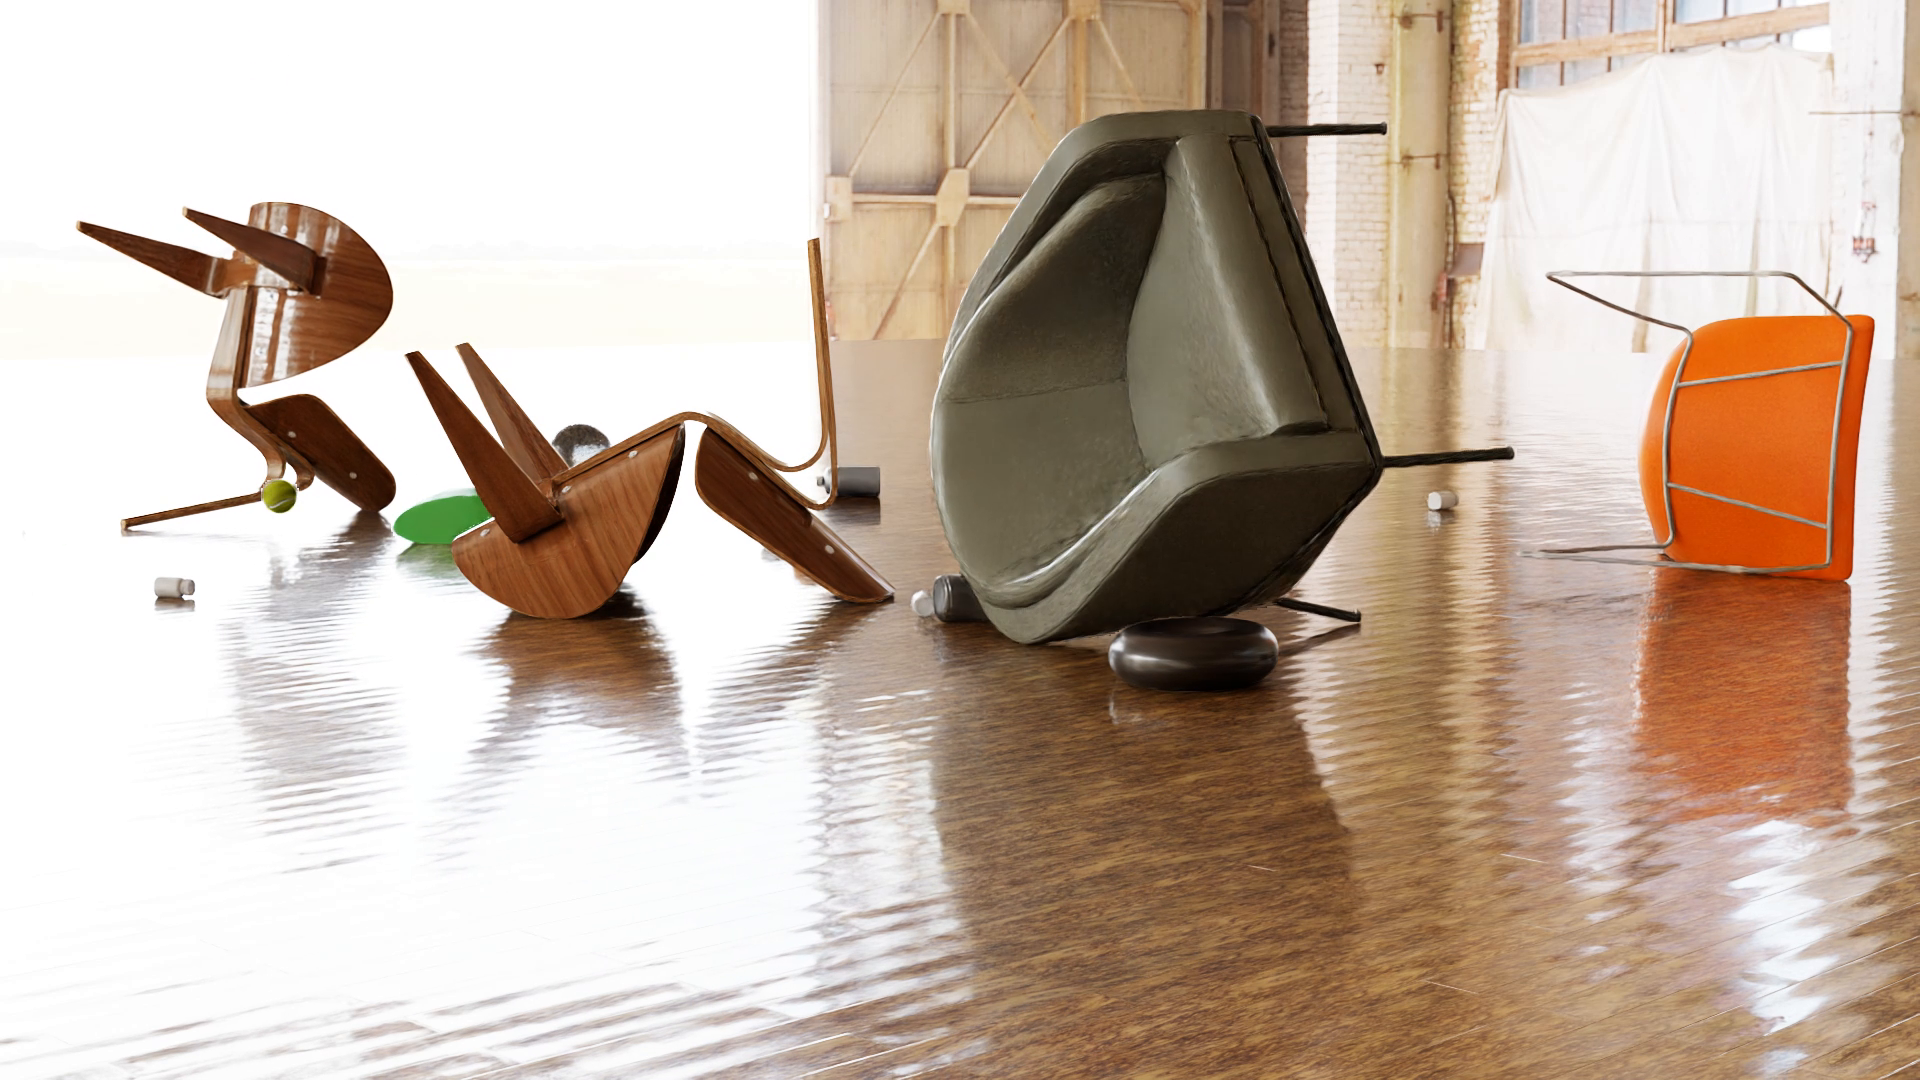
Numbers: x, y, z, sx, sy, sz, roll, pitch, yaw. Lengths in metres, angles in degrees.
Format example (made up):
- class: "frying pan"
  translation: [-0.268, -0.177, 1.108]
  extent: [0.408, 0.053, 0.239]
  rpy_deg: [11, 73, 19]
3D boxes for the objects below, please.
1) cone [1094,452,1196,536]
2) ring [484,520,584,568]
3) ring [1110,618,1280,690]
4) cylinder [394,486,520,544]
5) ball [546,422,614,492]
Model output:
- class: "cone"
  translation: [0.484, -0.075, 6.632]
  extent: [0.266, 0.246, 0.188]
  rpy_deg: [7, -26, 12]
- class: "ring"
  translation: [-0.982, 0.010, 5.903]
  extent: [0.171, 0.087, 0.374]
  rpy_deg: [-2, 7, -35]
- class: "ring"
  translation: [0.381, 0.185, 4.177]
  extent: [0.268, 0.091, 0.306]
  rpy_deg: [2, 7, 33]
- class: "cylinder"
  translation: [-1.261, -0.064, 6.447]
  extent: [0.285, 0.115, 0.281]
  rpy_deg: [-8, 6, -4]
- class: "ball"
  translation: [-1.163, -0.254, 7.855]
  extent: [0.209, 0.209, 0.209]
  rpy_deg: [0, 6, 0]
